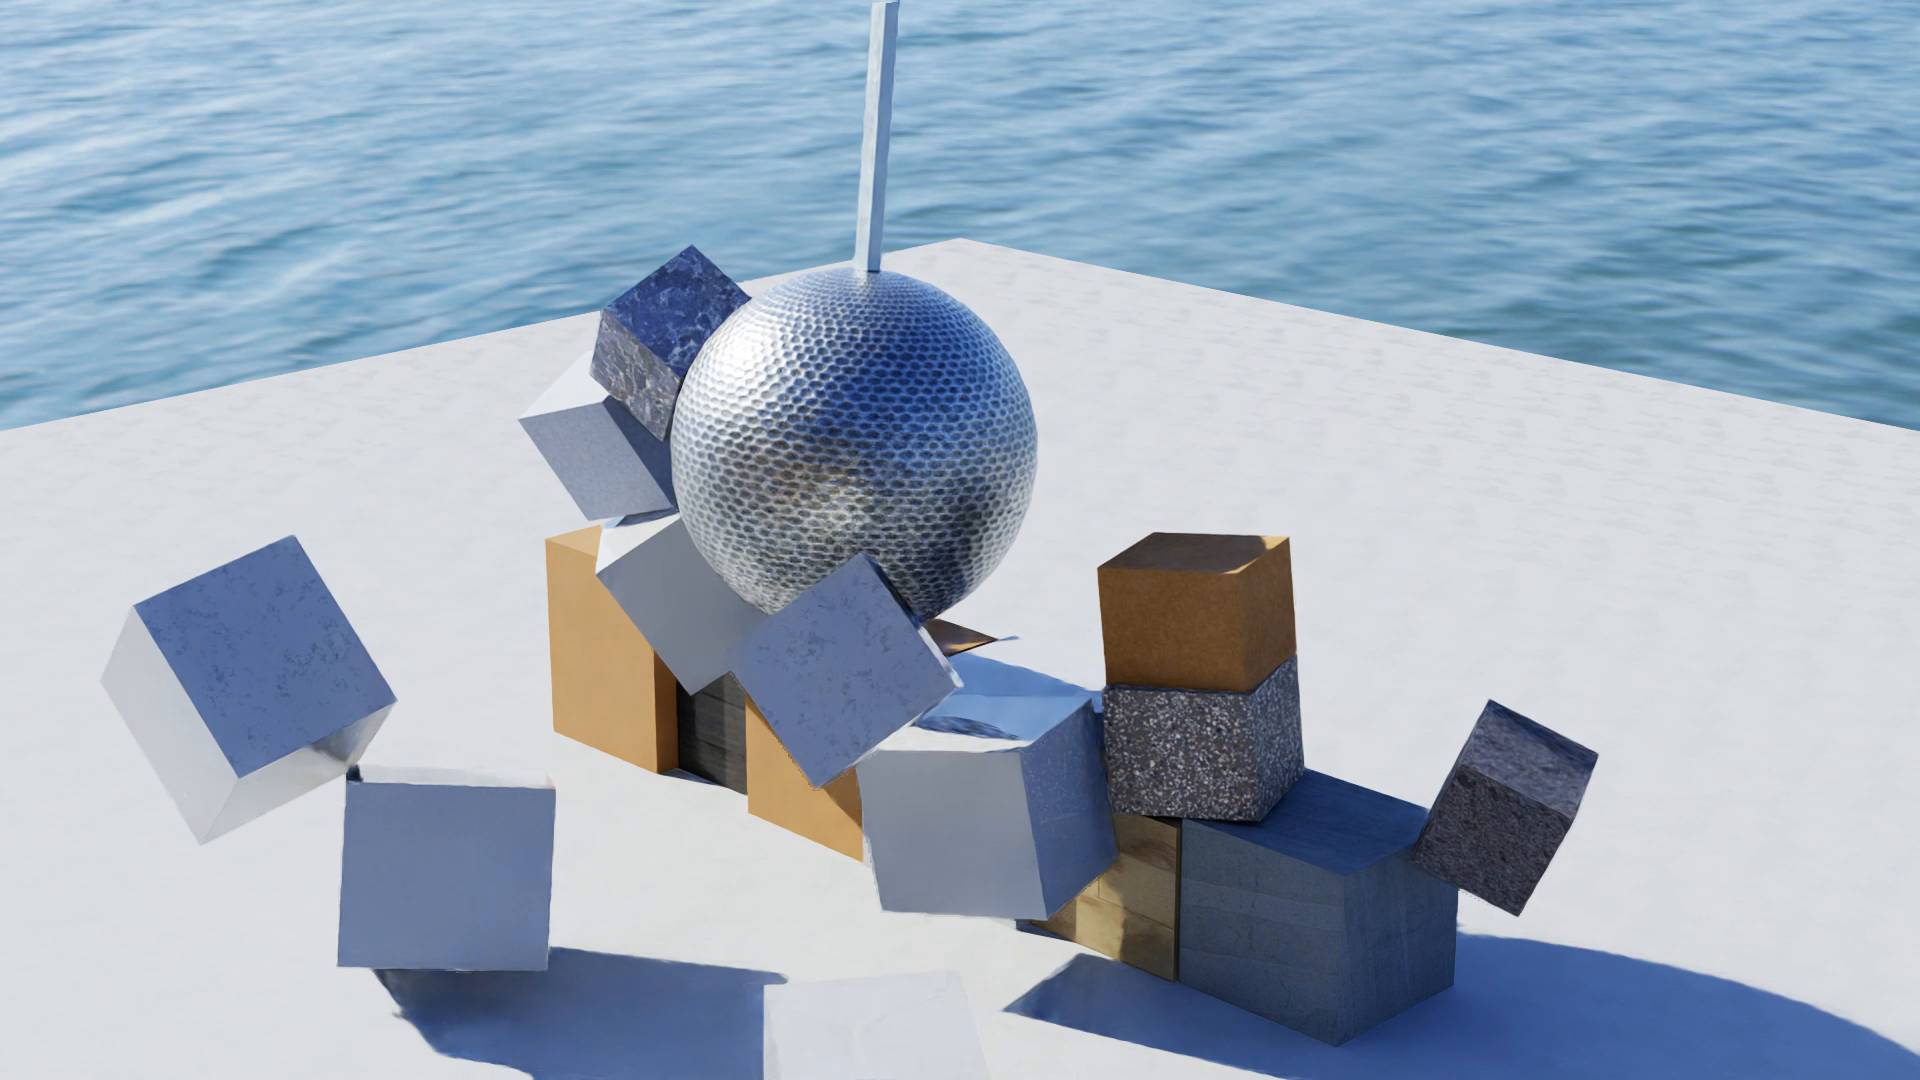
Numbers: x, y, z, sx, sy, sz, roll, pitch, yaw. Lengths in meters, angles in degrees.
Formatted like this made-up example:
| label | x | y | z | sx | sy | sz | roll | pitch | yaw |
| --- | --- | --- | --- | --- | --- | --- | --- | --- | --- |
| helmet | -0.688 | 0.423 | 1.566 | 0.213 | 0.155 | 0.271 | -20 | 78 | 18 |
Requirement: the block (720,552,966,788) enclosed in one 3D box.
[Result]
| label | x | y | z | sx | sy | sz | roll | pitch | yaw |
| --- | --- | --- | --- | --- | --- | --- | --- | --- | --- |
| block | -0.444 | 0.508 | 11.463 | 0.658 | 0.628 | 0.771 | -36 | -3 | 1 |

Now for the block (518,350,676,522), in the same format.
| label | x | y | z | sx | sy | sz | roll | pitch | yaw |
| --- | --- | --- | --- | --- | --- | --- | --- | --- | --- |
| block | -1.560 | -0.528 | 13.823 | 0.653 | 0.614 | 0.543 | -7 | 33 | 46 |

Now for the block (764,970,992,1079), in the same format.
| label | x | y | z | sx | sy | sz | roll | pitch | yaw |
| --- | --- | --- | --- | --- | --- | --- | --- | --- | --- |
| block | -0.308 | 2.044 | 10.508 | 0.714 | 0.681 | 0.669 | -3 | 29 | -10 |

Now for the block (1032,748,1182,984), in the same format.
| label | x | y | z | sx | sy | sz | roll | pitch | yaw |
| --- | --- | --- | --- | --- | --- | --- | --- | --- | --- |
| block | 0.888 | 1.364 | 12.824 | 0.788 | 0.708 | 0.822 | -17 | 24 | -42 |

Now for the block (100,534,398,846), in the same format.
| label | x | y | z | sx | sy | sz | roll | pitch | yaw |
| --- | --- | --- | --- | --- | --- | --- | --- | --- | --- |
| block | -2.987 | 0.631 | 12.286 | 0.755 | 0.840 | 0.798 | -28 | -11 | -34 |

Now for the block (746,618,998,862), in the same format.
| label | x | y | z | sx | sy | sz | roll | pitch | yaw |
| --- | --- | --- | --- | --- | --- | --- | --- | --- | --- |
| block | -0.422 | 0.891 | 14.020 | 0.865 | 0.892 | 0.837 | -16 | 24 | -41 |

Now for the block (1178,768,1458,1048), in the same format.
| label | x | y | z | sx | sy | sz | roll | pitch | yaw |
| --- | --- | --- | --- | --- | --- | --- | --- | --- | --- |
| block | 1.502 | 1.515 | 12.268 | 0.841 | 0.753 | 0.799 | 17 | 24 | 42 |

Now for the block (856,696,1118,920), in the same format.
| label | x | y | z | sx | sy | sz | roll | pitch | yaw |
| --- | --- | --- | --- | --- | --- | --- | --- | --- | --- |
| block | 0.113 | 1.104 | 12.251 | 0.788 | 0.723 | 0.660 | -1 | 16 | 30 |

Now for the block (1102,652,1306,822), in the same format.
| label | x | y | z | sx | sy | sz | roll | pitch | yaw |
| --- | --- | --- | --- | --- | --- | --- | --- | --- | --- |
| block | 1.033 | 0.809 | 12.373 | 0.653 | 0.543 | 0.620 | 1 | 15 | 24 |

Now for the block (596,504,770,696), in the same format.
| label | x | y | z | sx | sy | sz | roll | pitch | yaw |
| --- | --- | --- | --- | --- | --- | --- | --- | --- | --- |
| block | -1.192 | 0.139 | 13.796 | 0.703 | 0.746 | 0.649 | -33 | 19 | 8 |

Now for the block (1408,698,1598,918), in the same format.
| label | x | y | z | sx | sy | sz | roll | pitch | yaw |
| --- | --- | --- | --- | --- | --- | --- | --- | --- | --- |
| block | 2.190 | 1.077 | 11.812 | 0.490 | 0.545 | 0.505 | 27 | 35 | 9 |

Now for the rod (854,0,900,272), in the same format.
| label | x | y | z | sx | sy | sz | roll | pitch | yaw |
| --- | --- | --- | --- | --- | --- | --- | --- | --- | --- |
| rod | -0.199 | -3.684 | 11.975 | 0.080 | 5.200 | 0.080 | 17 | 18 | 42 |

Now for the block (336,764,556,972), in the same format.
| label | x | y | z | sx | sy | sz | roll | pitch | yaw |
| --- | --- | --- | --- | --- | --- | --- | --- | --- | --- |
| block | -2.161 | 1.367 | 12.307 | 0.846 | 0.753 | 0.734 | 3 | 1 | -12 |

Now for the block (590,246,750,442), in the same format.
| label | x | y | z | sx | sy | sz | roll | pitch | yaw |
| --- | --- | --- | --- | --- | --- | --- | --- | --- | --- |
| block | -1.278 | -0.889 | 13.258 | 0.477 | 0.523 | 0.561 | 42 | 58 | 12 |

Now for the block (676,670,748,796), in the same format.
| label | x | y | z | sx | sy | sz | roll | pitch | yaw |
| --- | --- | --- | --- | --- | --- | --- | --- | --- | --- |
| block | -0.936 | 0.832 | 14.605 | 0.669 | 0.655 | 0.672 | -17 | 24 | -42 |

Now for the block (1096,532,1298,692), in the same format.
| label | x | y | z | sx | sy | sz | roll | pitch | yaw |
| --- | --- | --- | --- | --- | --- | --- | --- | --- | --- |
| block | 0.999 | 0.293 | 12.283 | 0.625 | 0.503 | 0.582 | 2 | 16 | 28 |

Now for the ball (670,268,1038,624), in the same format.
| label | x | y | z | sx | sy | sz | roll | pitch | yaw |
| --- | --- | --- | --- | --- | --- | --- | --- | --- | --- |
| ball | -0.459 | -0.382 | 12.740 | 1.600 | 1.600 | 1.600 | 0 | 17 | 0 |

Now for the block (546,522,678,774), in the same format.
| label | x | y | z | sx | sy | sz | roll | pitch | yaw |
| --- | --- | --- | --- | --- | --- | --- | --- | --- | --- |
| block | -1.502 | 0.490 | 15.042 | 0.863 | 1.045 | 0.844 | -17 | 24 | -42 |

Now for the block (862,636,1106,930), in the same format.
| label | x | y | z | sx | sy | sz | roll | pitch | yaw |
| --- | --- | --- | --- | --- | --- | --- | --- | --- | --- |
| block | 0.250 | 1.085 | 13.417 | 0.986 | 0.886 | 0.989 | -16 | 24 | -42 |
